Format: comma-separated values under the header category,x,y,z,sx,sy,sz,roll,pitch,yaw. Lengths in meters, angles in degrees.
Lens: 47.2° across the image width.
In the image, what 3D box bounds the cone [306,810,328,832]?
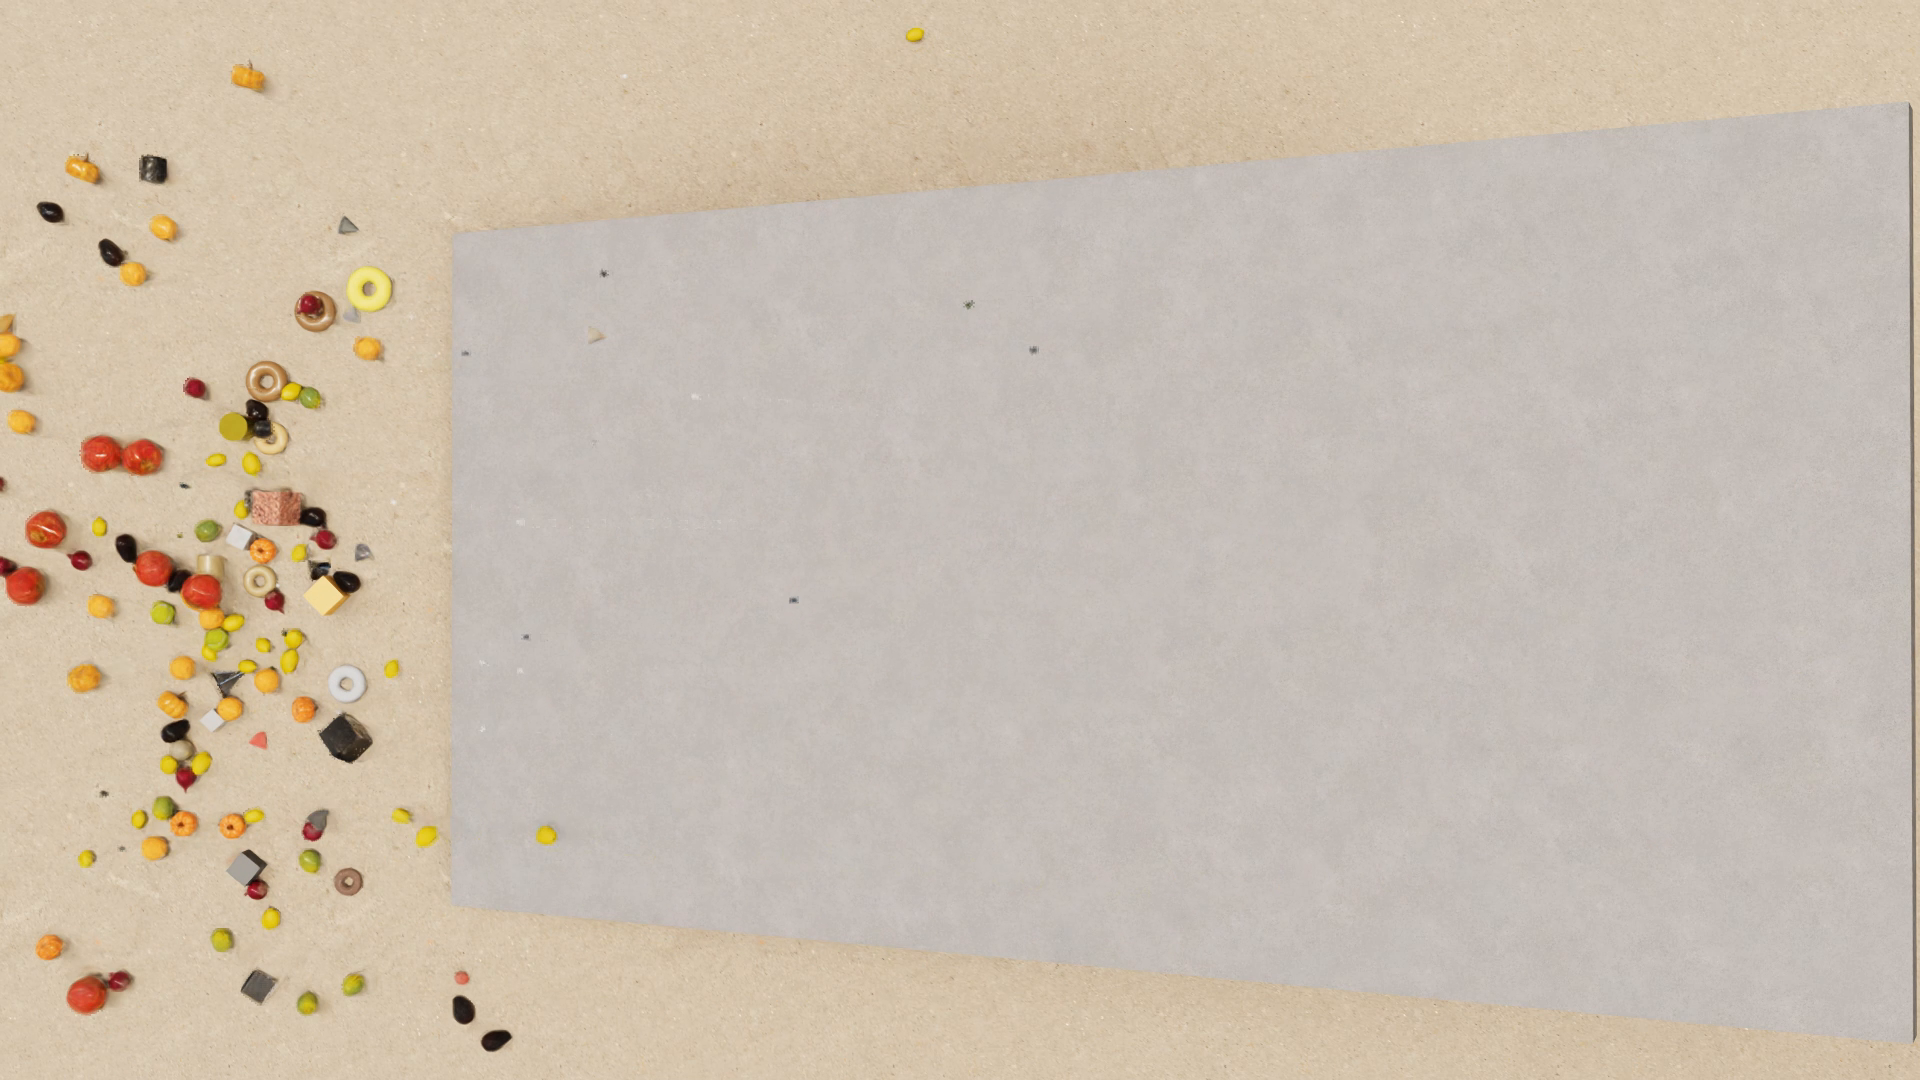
category,x,y,z,sx,sy,sz,roll,pitch,yaw
cone,-1.908,0.848,6.564,0.064,0.064,0.064,-13,112,0

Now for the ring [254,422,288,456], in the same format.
category,x,y,z,sx,sy,sz,roll,pitch,yaw
ring,-2.075,-0.306,6.623,0.101,0.034,0.101,0,90,1

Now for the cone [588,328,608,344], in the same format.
category,x,y,z,sx,sy,sz,roll,pitch,yaw
cone,-1.033,-0.582,6.286,0.051,0.051,0.051,5,89,1

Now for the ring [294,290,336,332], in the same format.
category,x,y,z,sx,sy,sz,roll,pitch,yaw
ring,-1.942,-0.688,6.623,0.125,0.042,0.125,0,88,-1

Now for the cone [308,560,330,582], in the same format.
category,x,y,z,sx,sy,sz,roll,pitch,yaw
cone,-1.946,0.078,6.620,0.066,0.066,0.066,36,89,27

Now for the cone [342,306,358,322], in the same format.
category,x,y,z,sx,sy,sz,roll,pitch,yaw
cone,-1.832,-0.691,6.632,0.052,0.052,0.052,7,63,0

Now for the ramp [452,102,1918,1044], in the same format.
category,x,y,z,sx,sy,sz,roll,pitch,yaw
ramp,0.276,0.077,5.650,4.000,0.100,2.000,0,89,28

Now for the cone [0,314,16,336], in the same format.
category,x,y,z,sx,sy,sz,roll,pitch,yaw
cone,-2.873,-0.662,6.628,0.069,0.069,0.069,42,63,0

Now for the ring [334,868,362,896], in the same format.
category,x,y,z,sx,sy,sz,roll,pitch,yaw
ring,-1.839,1.029,6.612,0.084,0.028,0.084,0,90,-1

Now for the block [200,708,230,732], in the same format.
category,x,y,z,sx,sy,sz,roll,pitch,yaw
block,-2.238,0.541,6.605,0.051,0.051,0.051,-44,90,0

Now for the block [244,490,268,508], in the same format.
category,x,y,z,sx,sy,sz,roll,pitch,yaw
block,-2.116,-0.123,6.611,0.053,0.053,0.053,1,89,0

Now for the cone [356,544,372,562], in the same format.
category,x,y,z,sx,sy,sz,roll,pitch,yaw
cone,-1.808,0.050,6.623,0.054,0.054,0.054,43,116,0

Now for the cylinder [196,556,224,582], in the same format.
category,x,y,z,sx,sy,sz,roll,pitch,yaw
cylinder,-2.249,0.086,6.597,0.076,0.076,0.076,2,89,0

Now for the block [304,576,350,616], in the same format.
category,x,y,z,sx,sy,sz,roll,pitch,yaw
block,-1.897,0.167,6.592,0.085,0.085,0.085,-44,90,0

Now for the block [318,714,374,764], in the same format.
category,x,y,z,sx,sy,sz,roll,pitch,yaw
block,-1.833,0.593,6.568,0.094,0.094,0.094,-42,67,0

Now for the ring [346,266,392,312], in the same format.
category,x,y,z,sx,sy,sz,roll,pitch,yaw
ring,-1.779,-0.755,6.621,0.137,0.046,0.137,0,91,4

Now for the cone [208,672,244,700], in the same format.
category,x,y,z,sx,sy,sz,roll,pitch,yaw
cone,-2.192,0.417,6.610,0.096,0.096,0.096,-28,89,-27

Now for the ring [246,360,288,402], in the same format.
category,x,y,z,sx,sy,sz,roll,pitch,yaw
ring,-2.087,-0.477,6.620,0.127,0.042,0.127,0,88,0

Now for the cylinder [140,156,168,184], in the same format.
category,x,y,z,sx,sy,sz,roll,pitch,yaw
cylinder,-2.424,-1.112,6.611,0.072,0.072,0.072,5,89,0

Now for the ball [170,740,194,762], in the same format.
category,x,y,z,sx,sy,sz,roll,pitch,yaw
ball,-2.334,0.631,6.597,0.065,0.065,0.065,0,89,0

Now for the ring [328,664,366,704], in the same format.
category,x,y,z,sx,sy,sz,roll,pitch,yaw
ring,-1.843,0.433,6.613,0.116,0.039,0.116,0,91,0

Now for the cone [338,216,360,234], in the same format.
category,x,y,z,sx,sy,sz,roll,pitch,yaw
cone,-1.837,-0.941,6.633,0.059,0.059,0.059,16,89,-27

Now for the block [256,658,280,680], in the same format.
category,x,y,z,sx,sy,sz,roll,pitch,yaw
block,-2.082,0.388,6.622,0.059,0.059,0.059,-1,89,2

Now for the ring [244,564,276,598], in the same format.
category,x,y,z,sx,sy,sz,roll,pitch,yaw
ring,-2.108,0.124,6.618,0.099,0.033,0.099,0,89,0

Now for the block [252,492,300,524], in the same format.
category,x,y,z,sx,sy,sz,roll,pitch,yaw
block,-2.043,-0.096,6.575,0.096,0.096,0.096,1,89,22

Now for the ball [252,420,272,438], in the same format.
category,x,y,z,sx,sy,sz,roll,pitch,yaw
ball,-2.089,-0.331,6.579,0.056,0.056,0.056,0,89,0

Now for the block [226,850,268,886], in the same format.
category,x,y,z,sx,sy,sz,roll,pitch,yaw
block,-2.137,0.983,6.589,0.073,0.073,0.073,40,90,0

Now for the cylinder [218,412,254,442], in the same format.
category,x,y,z,sx,sy,sz,roll,pitch,yaw
cylinder,-2.167,-0.337,6.597,0.085,0.085,0.085,0,89,0

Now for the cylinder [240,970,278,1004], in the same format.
category,x,y,z,sx,sy,sz,roll,pitch,yaw
cylinder,-2.099,1.340,6.584,0.076,0.076,0.076,33,89,0

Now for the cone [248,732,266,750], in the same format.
category,x,y,z,sx,sy,sz,roll,pitch,yaw
cone,-2.103,0.615,6.618,0.052,0.052,0.052,-31,116,0
